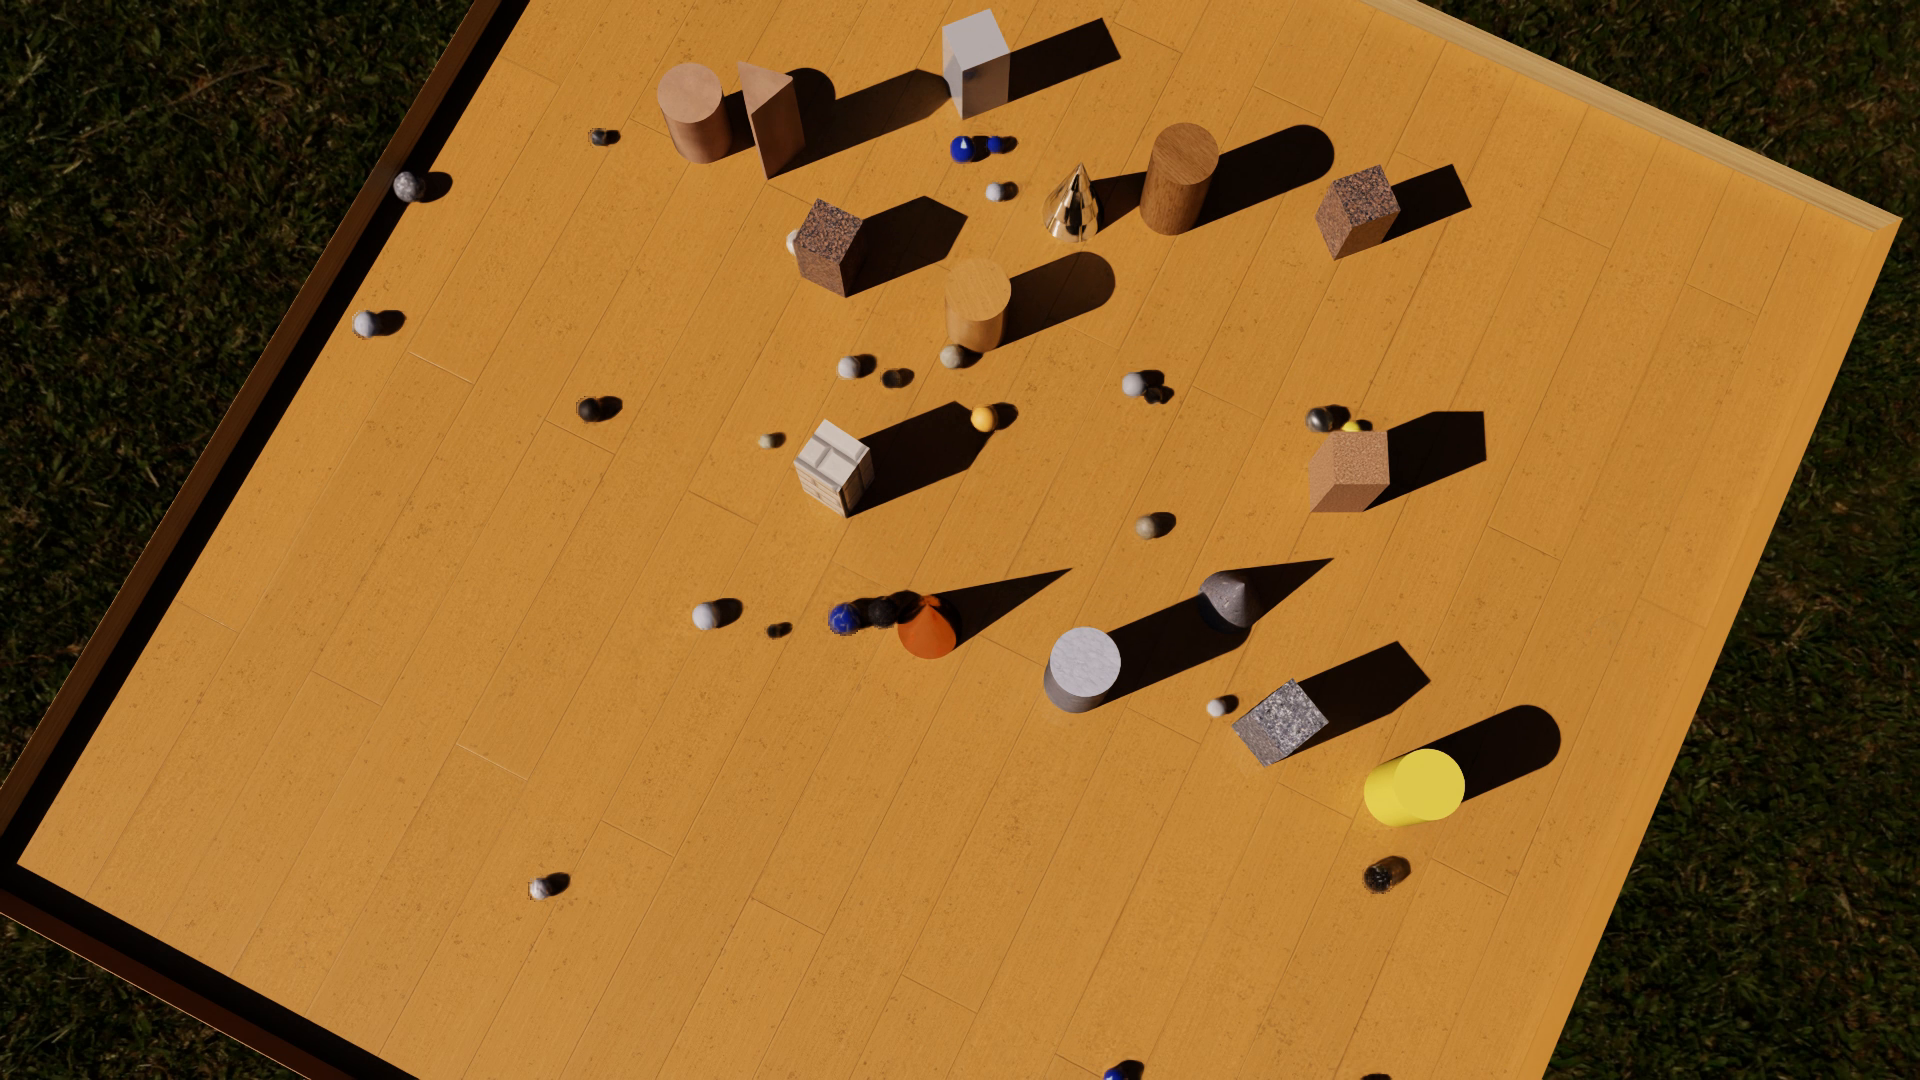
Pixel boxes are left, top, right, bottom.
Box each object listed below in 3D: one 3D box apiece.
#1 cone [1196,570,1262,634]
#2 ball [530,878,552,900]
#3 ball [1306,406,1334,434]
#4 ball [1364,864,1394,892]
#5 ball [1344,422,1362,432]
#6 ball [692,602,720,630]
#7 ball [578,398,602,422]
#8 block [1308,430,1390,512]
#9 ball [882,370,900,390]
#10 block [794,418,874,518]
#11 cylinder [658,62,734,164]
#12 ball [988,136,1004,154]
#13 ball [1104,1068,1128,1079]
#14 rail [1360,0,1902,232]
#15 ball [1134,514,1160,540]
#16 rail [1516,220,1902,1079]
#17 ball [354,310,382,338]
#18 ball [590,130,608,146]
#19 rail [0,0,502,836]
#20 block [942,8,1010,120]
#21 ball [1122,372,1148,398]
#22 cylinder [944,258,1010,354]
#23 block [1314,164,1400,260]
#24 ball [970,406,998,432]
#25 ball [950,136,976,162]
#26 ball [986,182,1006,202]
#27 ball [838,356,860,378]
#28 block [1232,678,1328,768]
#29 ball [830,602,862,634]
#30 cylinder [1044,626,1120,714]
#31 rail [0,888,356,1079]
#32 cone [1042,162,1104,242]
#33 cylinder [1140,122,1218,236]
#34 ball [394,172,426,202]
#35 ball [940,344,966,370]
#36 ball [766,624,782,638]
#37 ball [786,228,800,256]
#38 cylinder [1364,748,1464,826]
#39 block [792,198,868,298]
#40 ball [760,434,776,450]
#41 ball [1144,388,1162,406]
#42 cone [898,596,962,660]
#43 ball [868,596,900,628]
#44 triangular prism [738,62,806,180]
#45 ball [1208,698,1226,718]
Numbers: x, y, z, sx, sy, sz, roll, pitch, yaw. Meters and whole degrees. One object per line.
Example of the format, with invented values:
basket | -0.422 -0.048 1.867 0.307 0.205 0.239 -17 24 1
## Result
cone | 0.819 0.157 5.424 0.198 0.314 0.198 0 78 0
ball | -1.228 1.022 5.372 0.064 0.064 0.064 0 78 0
ball | 1.111 -0.369 5.651 0.082 0.082 0.082 0 78 0
ball | 1.227 0.990 5.368 0.085 0.085 0.085 0 78 0
ball | 1.212 -0.339 5.658 0.057 0.057 0.057 0 78 0
ball | -0.765 0.230 5.525 0.086 0.086 0.086 0 78 0
ball | -1.142 -0.401 5.661 0.075 0.075 0.075 0 78 0
block | 1.156 -0.200 5.466 0.158 0.375 0.158 0 78 0
ball | -0.214 -0.498 5.689 0.060 0.060 0.060 0 78 0
block | -0.372 -0.209 5.477 0.158 0.359 0.158 34 80 7
cylinder | -0.824 -1.332 5.734 0.198 0.309 0.198 0 78 0
ball | 0.115 -1.262 5.849 0.056 0.056 0.056 0 78 0
ball | 0.446 1.550 5.260 0.071 0.071 0.071 0 78 0
rail | 0.981 -1.914 5.946 4.333 0.128 0.045 26 80 5
ball | 0.571 -0.039 5.586 0.076 0.076 0.076 0 78 0
rail | 1.917 0.945 5.354 0.045 0.128 4.434 26 80 5
ball | -1.846 -0.672 5.713 0.083 0.083 0.083 0 78 0
ball | -1.154 -1.286 5.856 0.052 0.052 0.052 0 78 0
rail | -1.917 -0.932 5.743 0.045 0.128 4.434 26 80 5
block | 0.049 -1.486 5.744 0.158 0.353 0.158 -22 79 -5
ball | 0.540 -0.482 5.675 0.080 0.080 0.080 0 78 0
cylinder | 0.053 -0.712 5.599 0.198 0.322 0.198 0 78 0
block | 1.229 -1.012 5.679 0.158 0.287 0.158 -20 79 -4
ball | 0.076 -0.374 5.651 0.085 0.085 0.085 0 78 0
ball | 0.009 -1.244 5.830 0.086 0.086 0.086 0 78 0
ball | 0.112 -1.104 5.814 0.061 0.061 0.061 0 78 0
ball | -0.344 -0.536 5.691 0.072 0.072 0.072 0 78 0
block | 0.923 0.534 5.317 0.158 0.369 0.158 -37 81 -7
ball | -0.345 0.235 5.520 0.094 0.094 0.094 0 78 0
cylinder | 0.350 0.382 5.324 0.198 0.418 0.198 0 78 0
rail | -0.981 1.928 5.151 4.333 0.128 0.045 26 80 5
cone | 0.360 -1.081 5.631 0.198 0.410 0.198 0 78 0
cylinder | 0.669 -1.104 5.635 0.198 0.412 0.198 0 78 0
ball | -1.742 -1.117 5.797 0.099 0.099 0.099 0 78 0
ball | -0.022 -0.569 5.695 0.077 0.077 0.077 0 78 0
ball | -0.563 0.275 5.536 0.045 0.045 0.045 0 78 0
ball | -0.502 -0.936 5.765 0.089 0.089 0.089 0 78 0
cylinder | 1.302 0.717 5.274 0.198 0.381 0.198 0 78 0
block | -0.395 -0.897 5.648 0.158 0.301 0.158 27 80 5
ball | -0.595 -0.304 5.655 0.049 0.049 0.049 0 78 0
ball | 0.599 -0.444 5.680 0.055 0.055 0.055 0 78 0
cone | -0.091 0.221 5.356 0.198 0.421 0.198 0 78 0
ball | -0.231 0.216 5.523 0.095 0.095 0.095 0 78 0
triangular prism | -0.606 -1.310 5.640 0.171 0.486 0.148 -42 81 -8
ball | 0.771 0.502 5.484 0.056 0.056 0.056 0 78 0
